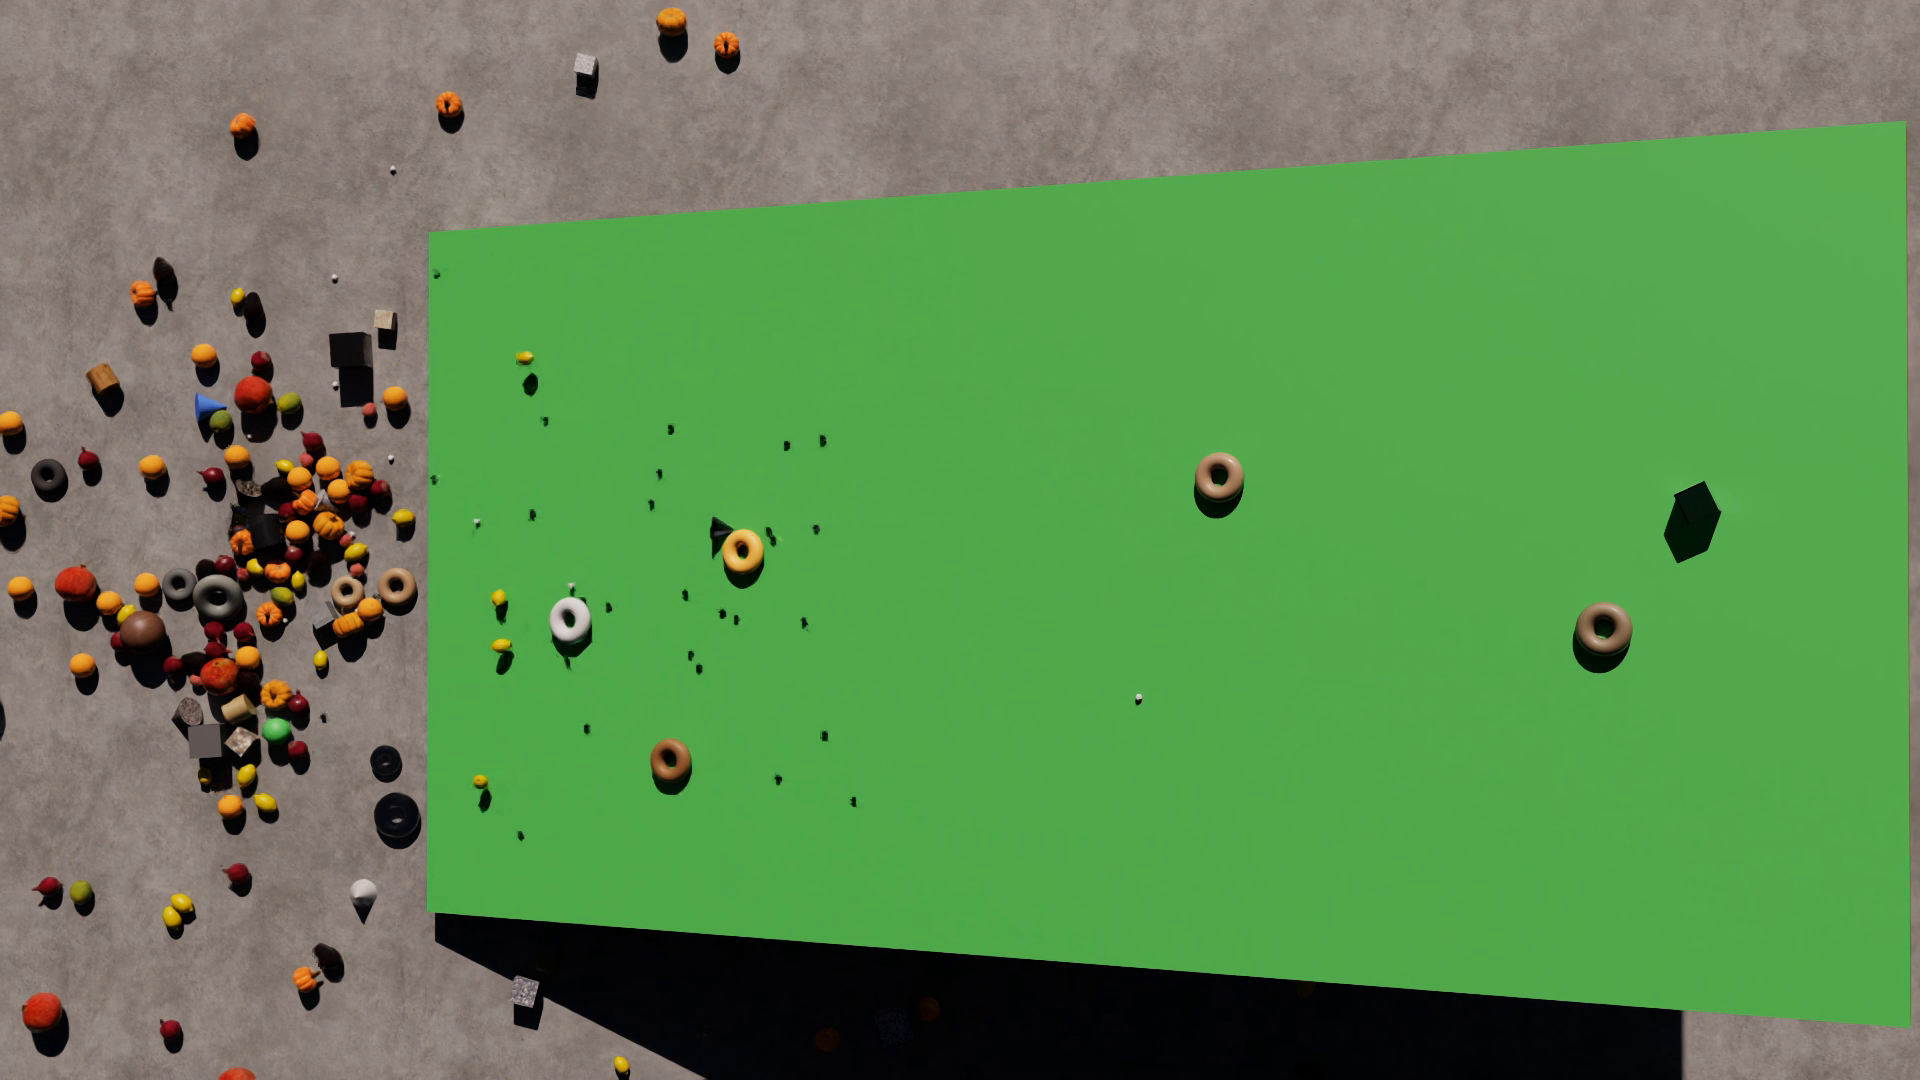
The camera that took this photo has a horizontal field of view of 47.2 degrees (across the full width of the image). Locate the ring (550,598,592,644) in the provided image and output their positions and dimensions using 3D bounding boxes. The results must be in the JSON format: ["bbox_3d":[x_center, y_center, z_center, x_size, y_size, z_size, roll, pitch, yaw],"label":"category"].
[{"bbox_3d":[-1.106,0.229,6.241,0.134,0.045,0.134,-1,88,25],"label":"ring"}]

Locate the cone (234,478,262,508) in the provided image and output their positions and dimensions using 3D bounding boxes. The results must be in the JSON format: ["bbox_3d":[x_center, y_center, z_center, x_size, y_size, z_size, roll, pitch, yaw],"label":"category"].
[{"bbox_3d":[-2.131,-0.123,6.546,0.084,0.084,0.084,32,116,0],"label":"cone"}]

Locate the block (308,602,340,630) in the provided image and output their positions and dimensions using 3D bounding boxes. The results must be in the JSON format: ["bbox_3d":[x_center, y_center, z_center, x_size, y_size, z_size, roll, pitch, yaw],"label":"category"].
[{"bbox_3d":[-1.891,0.223,6.531,0.060,0.060,0.060,-28,89,0],"label":"block"}]

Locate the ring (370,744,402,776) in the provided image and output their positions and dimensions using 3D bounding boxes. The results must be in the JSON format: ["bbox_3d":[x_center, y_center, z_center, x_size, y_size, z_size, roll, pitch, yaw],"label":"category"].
[{"bbox_3d":[-1.709,0.655,6.541,0.092,0.031,0.092,0,90,0],"label":"ring"}]

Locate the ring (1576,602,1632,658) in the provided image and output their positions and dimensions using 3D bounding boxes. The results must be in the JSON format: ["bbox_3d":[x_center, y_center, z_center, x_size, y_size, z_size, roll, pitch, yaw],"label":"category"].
[{"bbox_3d":[1.490,0.207,5.090,0.130,0.043,0.130,-1,88,25],"label":"ring"}]

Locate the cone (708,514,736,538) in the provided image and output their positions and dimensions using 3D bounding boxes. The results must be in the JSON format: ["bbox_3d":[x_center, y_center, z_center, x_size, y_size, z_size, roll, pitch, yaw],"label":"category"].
[{"bbox_3d":[-0.650,-0.031,6.050,0.066,0.066,0.066,11,89,4],"label":"cone"}]

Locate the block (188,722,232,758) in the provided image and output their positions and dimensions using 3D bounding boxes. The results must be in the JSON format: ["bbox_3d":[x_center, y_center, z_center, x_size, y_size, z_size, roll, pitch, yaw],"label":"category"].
[{"bbox_3d":[-2.220,0.594,6.510,0.094,0.094,0.094,-4,89,0],"label":"block"}]

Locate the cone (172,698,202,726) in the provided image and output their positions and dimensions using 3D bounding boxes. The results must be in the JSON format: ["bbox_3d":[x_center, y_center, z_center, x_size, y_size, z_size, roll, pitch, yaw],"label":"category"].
[{"bbox_3d":[-2.316,0.522,6.538,0.088,0.088,0.088,-21,89,26],"label":"cone"}]

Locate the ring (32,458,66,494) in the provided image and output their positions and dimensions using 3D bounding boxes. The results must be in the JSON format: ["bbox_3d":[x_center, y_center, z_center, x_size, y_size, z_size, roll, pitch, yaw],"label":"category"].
[{"bbox_3d":[-2.714,-0.190,6.549,0.104,0.035,0.104,0,90,1],"label":"ring"}]

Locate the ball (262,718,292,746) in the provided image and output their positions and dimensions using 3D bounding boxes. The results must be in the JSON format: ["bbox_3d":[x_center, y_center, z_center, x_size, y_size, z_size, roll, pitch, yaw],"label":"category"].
[{"bbox_3d":[-2.025,0.567,6.516,0.082,0.082,0.082,0,89,0],"label":"ball"}]

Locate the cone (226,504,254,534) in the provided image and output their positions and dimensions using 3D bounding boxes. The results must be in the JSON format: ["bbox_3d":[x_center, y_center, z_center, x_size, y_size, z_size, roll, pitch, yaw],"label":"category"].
[{"bbox_3d":[-2.125,-0.057,6.543,0.094,0.094,0.094,8,89,-27],"label":"cone"}]

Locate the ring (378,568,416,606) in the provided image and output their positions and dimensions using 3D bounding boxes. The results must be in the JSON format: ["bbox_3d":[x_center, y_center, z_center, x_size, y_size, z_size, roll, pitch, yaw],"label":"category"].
[{"bbox_3d":[-1.675,0.140,6.543,0.115,0.038,0.115,0,90,1],"label":"ring"}]

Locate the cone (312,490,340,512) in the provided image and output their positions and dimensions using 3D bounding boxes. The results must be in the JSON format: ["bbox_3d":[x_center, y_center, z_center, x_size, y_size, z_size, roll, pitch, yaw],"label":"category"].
[{"bbox_3d":[-1.878,-0.102,6.548,0.074,0.074,0.074,30,89,-26],"label":"cone"}]

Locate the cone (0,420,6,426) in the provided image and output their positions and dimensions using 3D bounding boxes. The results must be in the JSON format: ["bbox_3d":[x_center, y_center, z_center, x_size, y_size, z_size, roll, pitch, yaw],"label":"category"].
[{"bbox_3d":[-2.878,-0.347,6.552,0.072,0.072,0.072,-19,89,-27],"label":"cone"}]

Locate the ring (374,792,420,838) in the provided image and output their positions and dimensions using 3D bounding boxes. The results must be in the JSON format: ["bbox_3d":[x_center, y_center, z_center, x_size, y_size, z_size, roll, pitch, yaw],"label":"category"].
[{"bbox_3d":[-1.673,0.817,6.531,0.137,0.046,0.137,0,89,1],"label":"ring"}]

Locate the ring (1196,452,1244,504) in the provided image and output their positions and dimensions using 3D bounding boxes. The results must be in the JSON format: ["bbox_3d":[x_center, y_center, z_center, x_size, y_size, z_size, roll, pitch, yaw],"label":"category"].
[{"bbox_3d":[0.645,-0.155,5.469,0.128,0.043,0.128,-1,88,25],"label":"ring"}]

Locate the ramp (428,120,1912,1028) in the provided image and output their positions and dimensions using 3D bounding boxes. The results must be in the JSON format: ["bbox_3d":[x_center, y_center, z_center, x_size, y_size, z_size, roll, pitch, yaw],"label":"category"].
[{"bbox_3d":[0.283,0.083,5.705,4.000,0.100,2.000,0,89,24],"label":"ramp"}]

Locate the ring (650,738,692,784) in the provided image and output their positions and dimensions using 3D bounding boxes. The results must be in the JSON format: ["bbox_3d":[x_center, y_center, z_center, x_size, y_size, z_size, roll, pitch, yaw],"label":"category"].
[{"bbox_3d":[-0.802,0.613,6.104,0.127,0.042,0.127,0,90,23],"label":"ring"}]

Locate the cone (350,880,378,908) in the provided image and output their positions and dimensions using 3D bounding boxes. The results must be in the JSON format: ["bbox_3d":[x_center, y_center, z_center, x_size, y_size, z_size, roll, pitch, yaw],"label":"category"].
[{"bbox_3d":[-1.778,1.053,6.509,0.084,0.084,0.084,0,89,0],"label":"cone"}]

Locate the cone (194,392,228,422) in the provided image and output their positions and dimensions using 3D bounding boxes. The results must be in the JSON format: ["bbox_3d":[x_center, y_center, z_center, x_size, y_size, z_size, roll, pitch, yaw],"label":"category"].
[{"bbox_3d":[-2.226,-0.396,6.549,0.088,0.088,0.088,-3,89,-27],"label":"cone"}]

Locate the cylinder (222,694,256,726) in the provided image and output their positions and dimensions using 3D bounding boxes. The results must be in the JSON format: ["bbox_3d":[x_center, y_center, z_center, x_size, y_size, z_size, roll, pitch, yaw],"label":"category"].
[{"bbox_3d":[-2.139,0.503,6.522,0.072,0.072,0.072,-26,89,0],"label":"cylinder"}]

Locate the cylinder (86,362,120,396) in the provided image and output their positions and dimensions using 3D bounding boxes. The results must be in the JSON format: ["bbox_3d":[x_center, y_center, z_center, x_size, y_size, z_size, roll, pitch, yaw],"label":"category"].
[{"bbox_3d":[-2.545,-0.478,6.534,0.070,0.070,0.070,-32,89,0],"label":"cylinder"}]

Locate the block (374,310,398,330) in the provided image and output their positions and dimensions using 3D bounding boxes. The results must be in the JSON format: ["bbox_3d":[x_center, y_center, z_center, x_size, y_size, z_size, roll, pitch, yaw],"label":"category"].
[{"bbox_3d":[-1.710,-0.654,6.545,0.052,0.052,0.052,7,89,0],"label":"block"}]

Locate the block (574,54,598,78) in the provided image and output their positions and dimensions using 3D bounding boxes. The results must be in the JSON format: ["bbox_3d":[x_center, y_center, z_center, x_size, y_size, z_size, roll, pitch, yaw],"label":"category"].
[{"bbox_3d":[-1.114,-1.413,6.553,0.055,0.055,0.055,13,89,0],"label":"block"}]

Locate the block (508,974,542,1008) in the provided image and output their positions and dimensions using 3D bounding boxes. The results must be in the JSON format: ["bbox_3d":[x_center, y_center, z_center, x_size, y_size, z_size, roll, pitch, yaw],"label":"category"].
[{"bbox_3d":[-1.285,1.334,6.511,0.073,0.073,0.073,14,89,0],"label":"block"}]

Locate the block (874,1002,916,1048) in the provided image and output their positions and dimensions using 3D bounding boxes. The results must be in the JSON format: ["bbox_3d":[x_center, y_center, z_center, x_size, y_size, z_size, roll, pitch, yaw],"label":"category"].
[{"bbox_3d":[-0.192,1.432,6.500,0.094,0.094,0.094,-17,89,0],"label":"block"}]

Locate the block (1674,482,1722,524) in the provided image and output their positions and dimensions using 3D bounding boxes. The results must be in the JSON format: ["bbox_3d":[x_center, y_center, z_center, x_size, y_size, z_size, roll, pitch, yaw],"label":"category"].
[{"bbox_3d":[1.675,-0.084,4.994,0.073,0.073,0.073,-27,79,21],"label":"block"}]

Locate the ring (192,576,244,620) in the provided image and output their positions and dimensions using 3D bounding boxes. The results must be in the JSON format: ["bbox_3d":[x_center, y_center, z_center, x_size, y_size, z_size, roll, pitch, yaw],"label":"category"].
[{"bbox_3d":[-2.200,0.172,6.522,0.147,0.049,0.147,-2,112,-5],"label":"ring"}]

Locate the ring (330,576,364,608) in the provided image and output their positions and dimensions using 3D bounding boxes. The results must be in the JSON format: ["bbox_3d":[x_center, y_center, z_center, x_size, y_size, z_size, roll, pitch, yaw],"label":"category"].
[{"bbox_3d":[-1.824,0.155,6.546,0.098,0.033,0.098,0,88,0],"label":"ring"}]

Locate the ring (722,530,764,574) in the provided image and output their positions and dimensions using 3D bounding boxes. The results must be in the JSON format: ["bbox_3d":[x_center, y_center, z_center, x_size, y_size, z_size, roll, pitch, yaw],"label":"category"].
[{"bbox_3d":[-0.594,0.033,6.018,0.126,0.042,0.126,-1,88,25],"label":"ring"}]

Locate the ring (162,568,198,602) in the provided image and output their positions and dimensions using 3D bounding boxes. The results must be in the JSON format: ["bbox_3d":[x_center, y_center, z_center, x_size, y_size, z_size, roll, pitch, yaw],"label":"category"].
[{"bbox_3d":[-2.323,0.135,6.545,0.104,0.035,0.104,0,89,-1],"label":"ring"}]

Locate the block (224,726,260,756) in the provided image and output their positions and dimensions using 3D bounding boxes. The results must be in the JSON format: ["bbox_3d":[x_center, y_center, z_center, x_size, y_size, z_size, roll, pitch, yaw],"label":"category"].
[{"bbox_3d":[-2.128,0.596,6.525,0.063,0.063,0.063,39,89,0],"label":"block"}]

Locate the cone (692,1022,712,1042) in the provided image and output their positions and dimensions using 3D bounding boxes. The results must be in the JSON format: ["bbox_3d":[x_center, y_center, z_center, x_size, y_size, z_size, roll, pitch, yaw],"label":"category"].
[{"bbox_3d":[-0.759,1.454,6.534,0.055,0.055,0.055,46,63,0],"label":"cone"}]

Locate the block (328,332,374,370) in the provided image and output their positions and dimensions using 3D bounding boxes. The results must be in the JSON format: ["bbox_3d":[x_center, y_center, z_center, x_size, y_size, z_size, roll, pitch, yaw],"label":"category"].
[{"bbox_3d":[-1.805,-0.560,6.521,0.099,0.099,0.099,-4,89,0],"label":"block"}]

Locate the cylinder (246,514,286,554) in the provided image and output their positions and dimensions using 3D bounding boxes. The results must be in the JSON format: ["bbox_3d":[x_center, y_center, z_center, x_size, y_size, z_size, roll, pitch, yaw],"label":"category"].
[{"bbox_3d":[-2.052,-0.018,6.509,0.094,0.094,0.094,-19,79,0],"label":"cylinder"}]
